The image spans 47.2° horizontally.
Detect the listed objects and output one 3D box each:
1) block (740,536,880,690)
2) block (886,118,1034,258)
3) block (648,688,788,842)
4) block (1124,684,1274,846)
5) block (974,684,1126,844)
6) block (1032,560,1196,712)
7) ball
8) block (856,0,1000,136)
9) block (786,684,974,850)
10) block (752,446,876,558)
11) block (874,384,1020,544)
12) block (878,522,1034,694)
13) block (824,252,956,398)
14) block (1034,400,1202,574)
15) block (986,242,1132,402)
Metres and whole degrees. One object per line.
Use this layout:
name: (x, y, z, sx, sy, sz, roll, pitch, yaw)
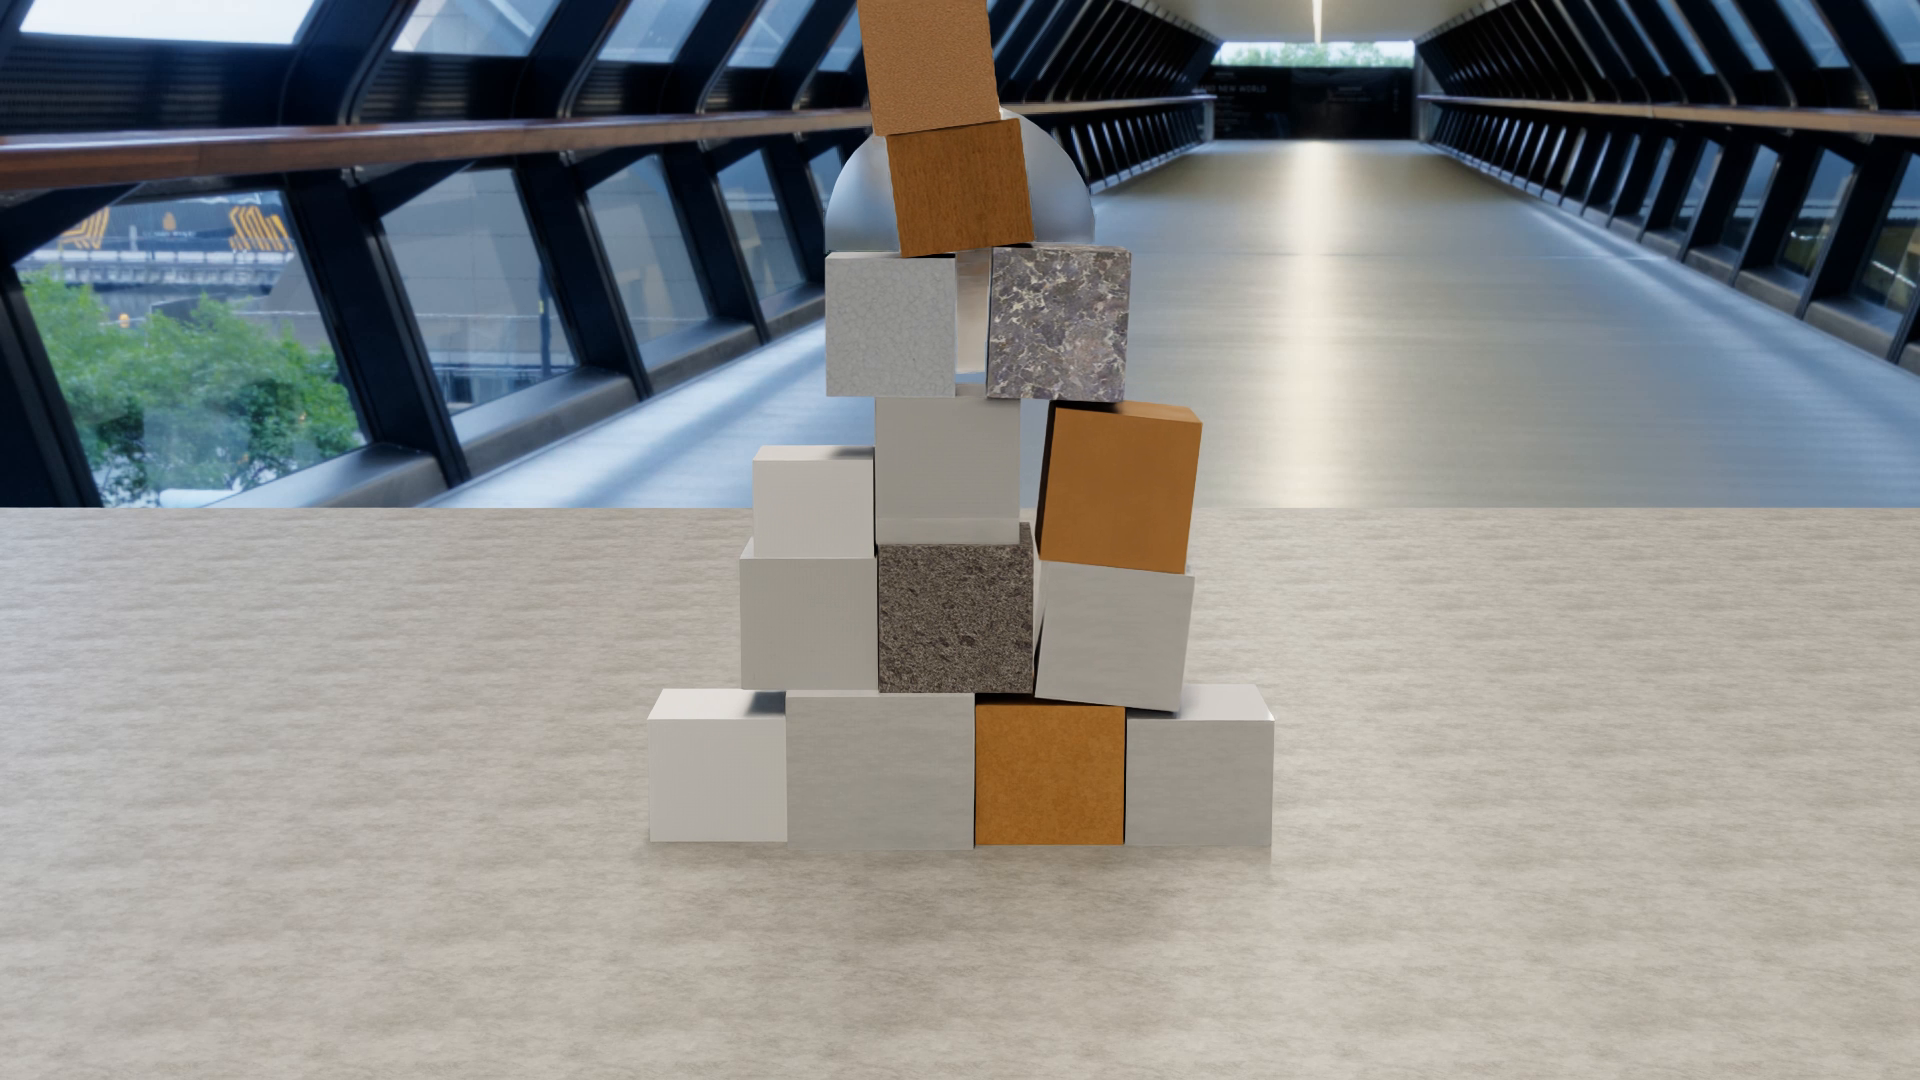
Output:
block: (-0.752, 0.367, 11.261, 0.683, 0.669, 0.620, 0, 10, 0)
block: (0.002, -1.741, 10.852, 0.647, 0.591, 0.534, -7, 10, 1)
block: (-1.222, 1.159, 11.400, 0.696, 0.641, 0.619, 0, 10, 0)
block: (1.202, 1.154, 11.398, 0.737, 0.652, 0.742, 0, 10, 0)
block: (0.450, 1.118, 11.403, 0.746, 0.721, 0.746, 0, 10, 0)
block: (0.767, 0.419, 11.250, 0.723, 0.694, 0.701, 6, 10, -1)
ball: (0.000, -1.775, 12.966, 1.600, 1.600, 1.600, 0, 10, 0)
block: (-0.149, -2.342, 10.752, 0.610, 0.656, 0.570, -7, 10, 1)
block: (-0.398, 1.089, 11.365, 0.932, 0.791, 0.847, 0, 10, 0)
block: (-0.726, -0.203, 11.164, 0.597, 0.486, 0.545, 0, 10, 0)
block: (-0.062, -0.395, 11.122, 0.713, 0.731, 0.631, 0, 10, 0)
block: (-0.019, 0.333, 11.235, 0.762, 0.743, 0.708, 0, 10, 0)
block: (-0.339, -1.086, 10.997, 0.632, 0.672, 0.629, 0, 10, 0)
block: (0.787, -0.297, 11.122, 0.721, 0.757, 0.676, 6, 10, -1)
block: (0.481, -1.100, 10.976, 0.667, 0.724, 0.667, 2, 10, 0)
